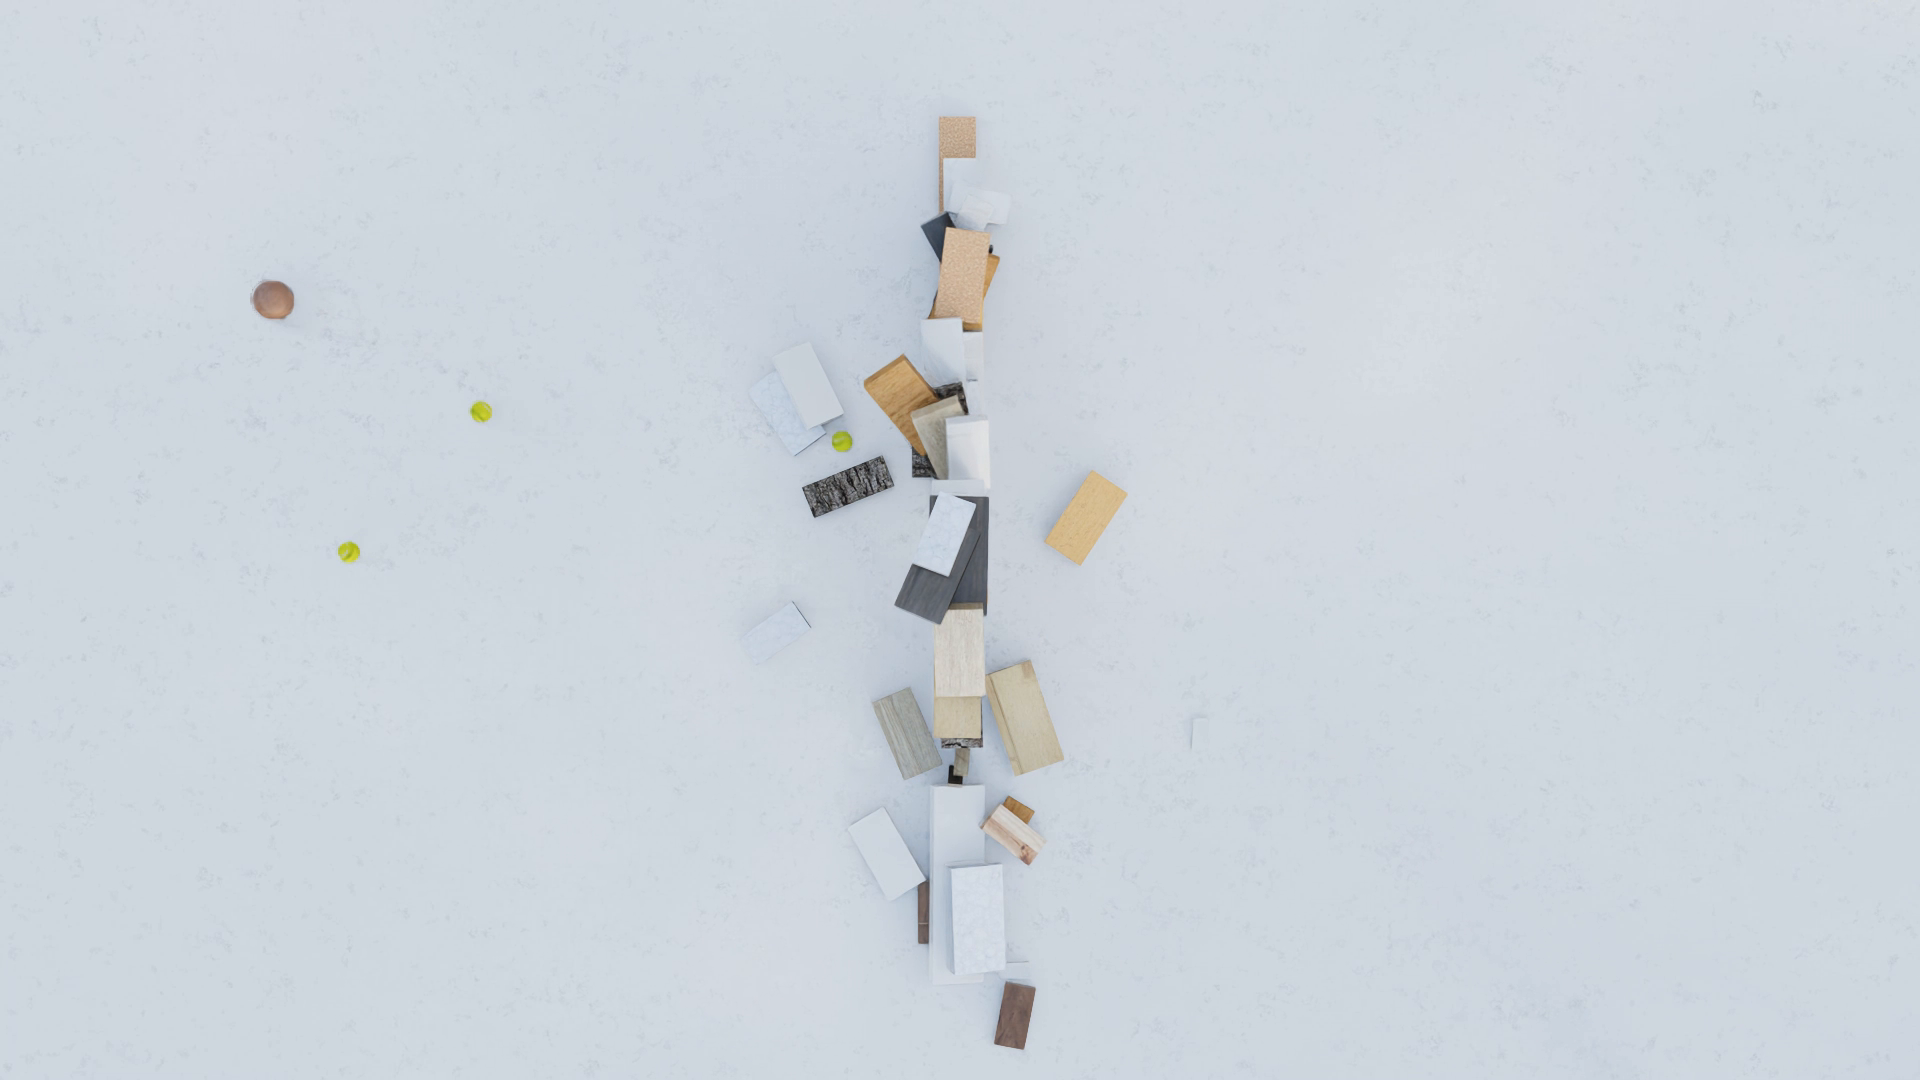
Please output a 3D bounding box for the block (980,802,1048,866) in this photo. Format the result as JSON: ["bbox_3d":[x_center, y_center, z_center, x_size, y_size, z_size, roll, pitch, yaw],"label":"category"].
[{"bbox_3d":[0.178,0.975,5.460,0.206,0.029,0.103,40,81,-10],"label":"block"}]

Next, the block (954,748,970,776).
[{"bbox_3d":[0.006,0.736,5.468,0.049,0.014,0.097,5,57,0],"label":"block"}]

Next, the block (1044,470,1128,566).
[{"bbox_3d":[0.418,-0.073,5.480,0.144,0.041,0.287,34,90,0],"label":"block"}]

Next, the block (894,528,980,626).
[{"bbox_3d":[-0.064,0.085,4.686,0.144,0.041,0.287,23,80,6],"label":"block"}]

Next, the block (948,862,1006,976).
[{"bbox_3d":[0.054,1.242,5.420,0.174,0.049,0.347,-2,91,-16],"label":"block"}]

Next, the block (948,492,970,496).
[{"bbox_3d":[-0.005,-0.109,5.061,0.071,0.142,0.020,-4,115,0],"label":"block"}]

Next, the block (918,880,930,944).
[{"bbox_3d":[-0.088,1.236,5.485,0.103,0.029,0.206,0,90,0],"label":"block"}]

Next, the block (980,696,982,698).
[{"bbox_3d":[-0.004,0.451,5.062,0.136,0.272,0.039,0,90,0],"label":"block"}]

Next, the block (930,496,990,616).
[{"bbox_3d":[-0.005,0.045,4.761,0.172,0.049,0.344,1,90,0],"label":"block"}]

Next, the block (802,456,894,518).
[{"bbox_3d":[-0.371,-0.177,5.485,0.288,0.031,0.109,-22,90,0],"label":"block"}]

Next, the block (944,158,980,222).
[{"bbox_3d":[0.007,-1.134,5.448,0.122,0.035,0.245,0,90,0],"label":"block"}]

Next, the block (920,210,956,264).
[{"bbox_3d":[-0.041,-0.970,5.403,0.097,0.027,0.194,-25,115,13],"label":"block"}]

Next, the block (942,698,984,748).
[{"bbox_3d":[0.003,0.524,5.217,0.132,0.037,0.265,-2,90,0],"label":"block"}]

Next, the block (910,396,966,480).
[{"bbox_3d":[-0.029,-0.306,5.315,0.159,0.045,0.319,-20,129,5],"label":"block"}]

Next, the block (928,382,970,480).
[{"bbox_3d":[-0.035,-0.336,5.399,0.159,0.045,0.345,-11,115,5],"label":"block"}]

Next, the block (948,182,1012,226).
[{"bbox_3d":[0.064,-1.103,5.417,0.194,0.027,0.097,12,89,-3],"label":"block"}]

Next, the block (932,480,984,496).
[{"bbox_3d":[-0.004,-0.025,5.152,0.162,0.046,0.324,0,90,0],"label":"block"}]

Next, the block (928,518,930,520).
[{"bbox_3d":[-0.004,-0.046,4.958,0.172,0.344,0.049,-4,90,0],"label":"block"}]

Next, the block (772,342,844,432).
[{"bbox_3d":[-0.503,-0.509,5.455,0.134,0.038,0.267,-25,87,-17],"label":"block"}]

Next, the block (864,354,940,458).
[{"bbox_3d":[-0.150,-0.428,5.279,0.159,0.045,0.319,-33,120,14],"label":"block"}]

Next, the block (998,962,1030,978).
[{"bbox_3d":[0.181,1.432,5.493,0.103,0.015,0.051,-3,90,0],"label":"block"}]

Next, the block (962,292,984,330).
[{"bbox_3d":[0.003,-0.672,5.424,0.144,0.041,0.288,0,113,0],"label":"block"}]

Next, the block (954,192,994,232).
[{"bbox_3d":[0.029,-1.029,5.403,0.097,0.027,0.193,24,117,-9],"label":"block"}]

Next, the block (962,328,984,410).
[{"bbox_3d":[0.012,-0.559,5.430,0.132,0.037,0.265,-2,113,1],"label":"block"}]

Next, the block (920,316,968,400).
[{"bbox_3d":[-0.051,-0.584,5.346,0.132,0.037,0.265,-4,107,2],"label":"block"}]

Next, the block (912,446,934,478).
[{"bbox_3d":[-0.124,-0.314,5.490,0.071,0.020,0.210,0,90,0],"label":"block"}]

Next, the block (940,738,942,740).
[{"bbox_3d":[0.004,0.616,5.368,0.132,0.265,0.037,0,90,0],"label":"block"}]

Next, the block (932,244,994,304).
[{"bbox_3d":[0.010,-0.872,5.419,0.122,0.035,0.245,18,117,-9],"label":"block"}]

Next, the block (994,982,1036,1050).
[{"bbox_3d":[0.182,1.582,5.485,0.103,0.029,0.206,11,90,0],"label":"block"}]

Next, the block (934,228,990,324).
[{"bbox_3d":[0.008,-0.853,5.314,0.144,0.041,0.288,8,103,-2],"label":"block"}]

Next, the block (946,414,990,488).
[{"bbox_3d":[0.026,-0.277,5.295,0.134,0.038,0.267,-7,129,-6],"label":"block"}]

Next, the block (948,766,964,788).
[{"bbox_3d":[-0.014,0.782,5.455,0.049,0.097,0.014,5,120,0],"label":"block"}]

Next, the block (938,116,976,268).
[{"bbox_3d":[-0.008,-1.117,5.483,0.122,0.035,0.574,0,90,0],"label":"block"}]

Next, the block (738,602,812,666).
[{"bbox_3d":[-0.615,0.311,5.485,0.218,0.031,0.109,-35,90,0],"label":"block"}]

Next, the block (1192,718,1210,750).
[{"bbox_3d":[0.800,0.645,5.493,0.051,0.015,0.103,4,90,0],"label":"block"}]

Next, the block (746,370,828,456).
[{"bbox_3d":[-0.575,-0.425,5.481,0.134,0.038,0.267,-36,90,0],"label":"block"}]

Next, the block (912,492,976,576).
[{"bbox_3d":[-0.044,-0.017,4.669,0.109,0.031,0.218,20,80,5],"label":"block"}]

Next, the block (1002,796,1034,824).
[{"bbox_3d":[0.192,0.900,5.493,0.103,0.015,0.051,31,90,0],"label":"block"}]

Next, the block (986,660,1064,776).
[{"bbox_3d":[0.208,0.590,5.475,0.174,0.049,0.347,-19,90,0],"label":"block"}]

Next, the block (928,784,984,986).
[{"bbox_3d":[-0.010,1.135,5.452,0.174,0.049,0.649,0,90,-16],"label":"block"}]

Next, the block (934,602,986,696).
[{"bbox_3d":[-0.002,0.318,4.765,0.144,0.041,0.287,-1,116,1],"label":"block"}]

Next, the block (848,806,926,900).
[{"bbox_3d":[-0.242,1.039,5.465,0.139,0.039,0.278,-31,84,0],"label":"block"}]

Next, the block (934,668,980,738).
[{"bbox_3d":[-0.008,0.443,4.868,0.139,0.039,0.278,0,90,0],"label":"block"}]

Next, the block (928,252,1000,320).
[{"bbox_3d":[0.010,-0.818,5.406,0.144,0.041,0.288,19,117,-10],"label":"block"}]

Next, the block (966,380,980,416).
[{"bbox_3d":[0.002,-0.393,5.443,0.132,0.037,0.265,-4,106,1],"label":"block"}]

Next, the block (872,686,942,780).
[{"bbox_3d":[-0.175,0.642,5.480,0.139,0.039,0.278,-23,90,0],"label":"block"}]
